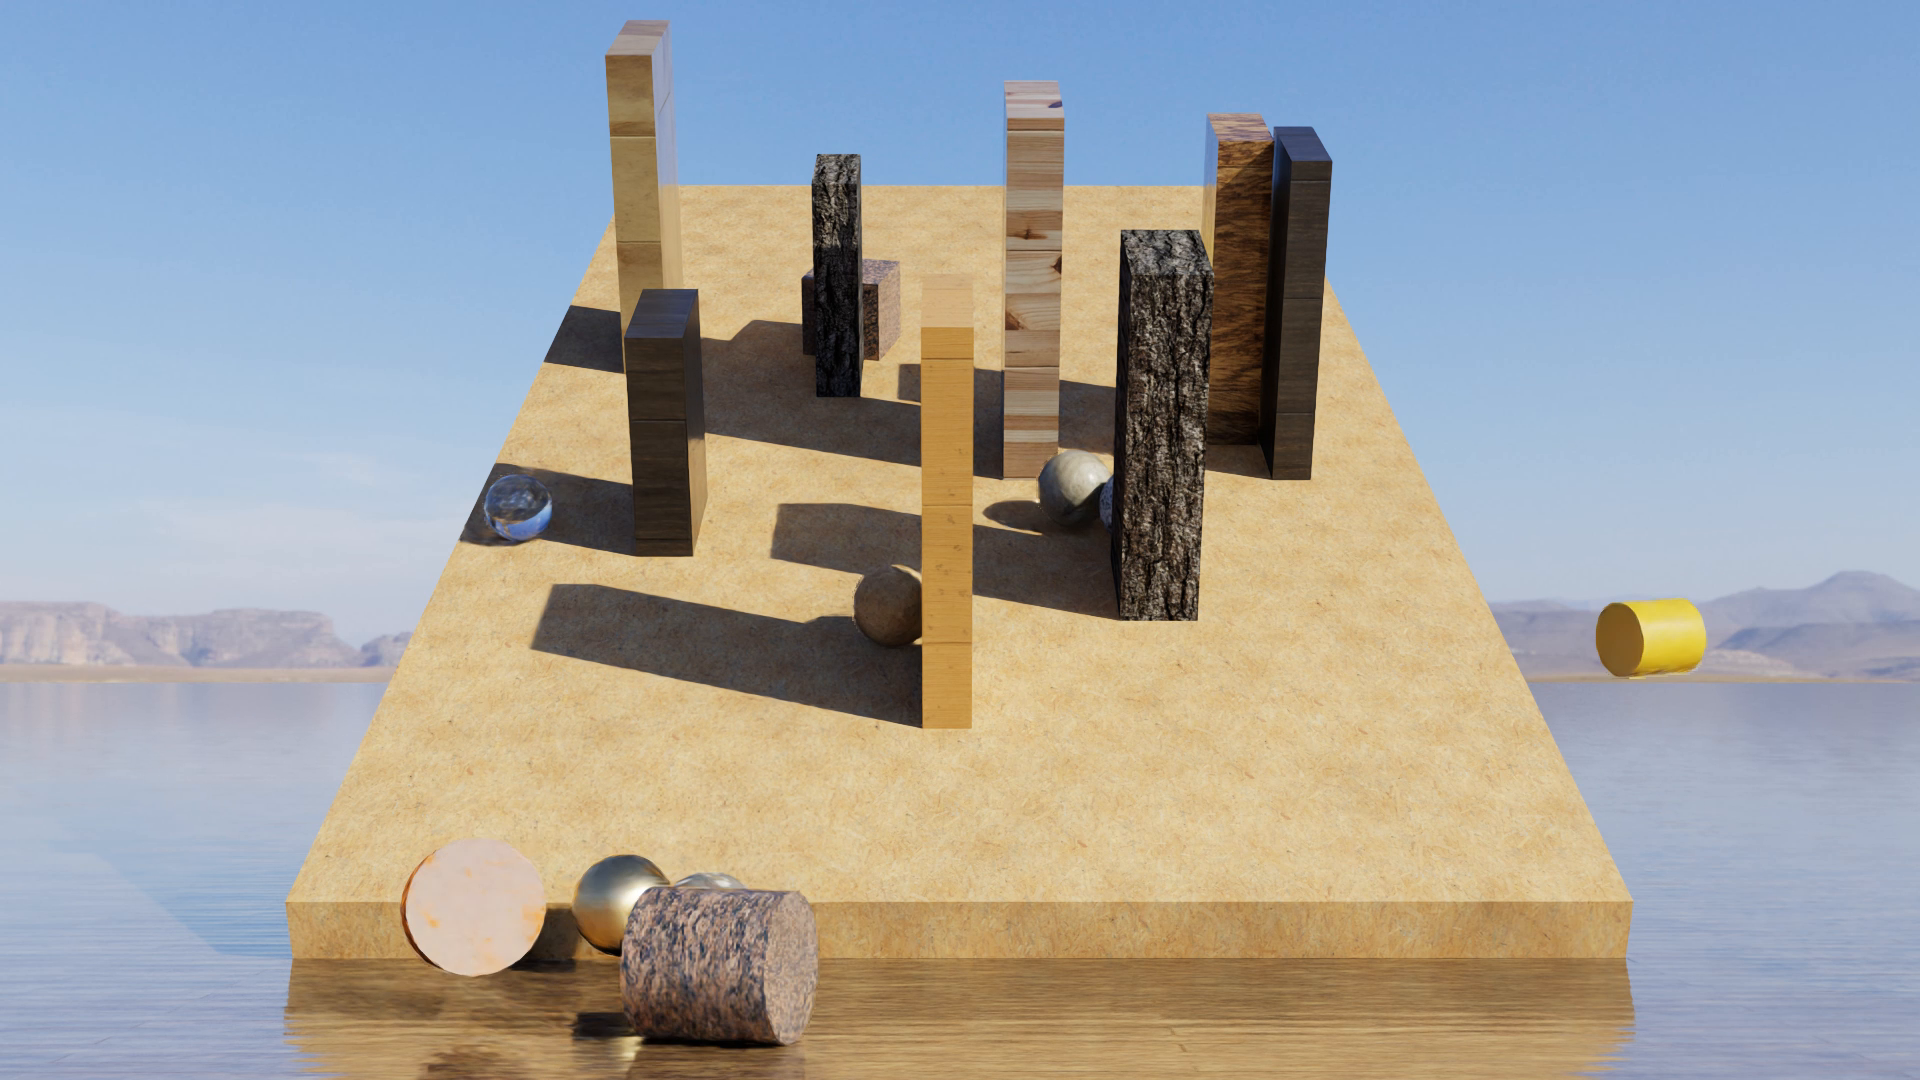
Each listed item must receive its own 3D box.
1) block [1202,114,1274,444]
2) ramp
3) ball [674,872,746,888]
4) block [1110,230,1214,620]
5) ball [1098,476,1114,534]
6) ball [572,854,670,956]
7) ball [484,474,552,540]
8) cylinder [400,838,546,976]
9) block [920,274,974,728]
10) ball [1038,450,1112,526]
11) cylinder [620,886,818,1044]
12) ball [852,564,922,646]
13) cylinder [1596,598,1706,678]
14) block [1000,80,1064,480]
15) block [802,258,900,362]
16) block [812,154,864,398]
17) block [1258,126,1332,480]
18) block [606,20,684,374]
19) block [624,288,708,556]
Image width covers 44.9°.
[{"bbox_3d":[0.598,-0.572,5.111,0.117,0.682,0.247,0,24,0],"label":"block"},{"bbox_3d":[-0.008,-0.228,5.297,2.000,0.100,4.000,0,24,0],"label":"ramp"},{"bbox_3d":[-0.351,0.539,3.247,0.150,0.150,0.150,0,-3,0],"label":"ball"},{"bbox_3d":[0.370,-0.212,4.313,0.144,0.670,0.279,0,24,0],"label":"block"},{"bbox_3d":[0.356,-0.068,4.617,0.160,0.160,0.160,0,-3,0],"label":"ball"},{"bbox_3d":[-0.480,0.520,3.314,0.144,0.144,0.144,0,-3,0],"label":"ball"},{"bbox_3d":[-0.880,-0.065,4.637,0.134,0.134,0.134,0,-3,0],"label":"ball"},{"bbox_3d":[-0.604,0.454,2.877,0.165,0.165,0.165,1,-9,-16],"label":"cylinder"},{"bbox_3d":[-0.021,-0.064,3.921,0.083,0.715,0.280,0,24,0],"label":"block"},{"bbox_3d":[0.234,-0.106,4.708,0.154,0.154,0.154,0,-3,0],"label":"ball"},{"bbox_3d":[-0.278,0.494,2.705,0.176,0.176,0.176,-1,-3,17],"label":"cylinder"},{"bbox_3d":[-0.120,0.119,4.208,0.149,0.149,0.149,0,-3,0],"label":"ball"},{"bbox_3d":[1.336,0.188,4.499,0.146,0.146,0.146,-3,-2,-22],"label":"cylinder"},{"bbox_3d":[0.150,-0.551,4.938,0.115,0.781,0.330,0,24,0],"label":"block"},{"bbox_3d":[-0.265,-0.570,5.705,0.194,0.194,0.194,6,25,13],"label":"block"},{"bbox_3d":[-0.283,-0.618,5.423,0.101,0.509,0.260,0,24,0],"label":"block"},{"bbox_3d":[0.706,-0.502,4.940,0.082,0.694,0.287,0,24,0],"label":"block"},{"bbox_3d":[-0.749,-0.825,5.576,0.105,0.762,0.399,0,24,0],"label":"block"},{"bbox_3d":[-0.581,-0.236,4.626,0.111,0.455,0.302,0,24,0],"label":"block"}]
